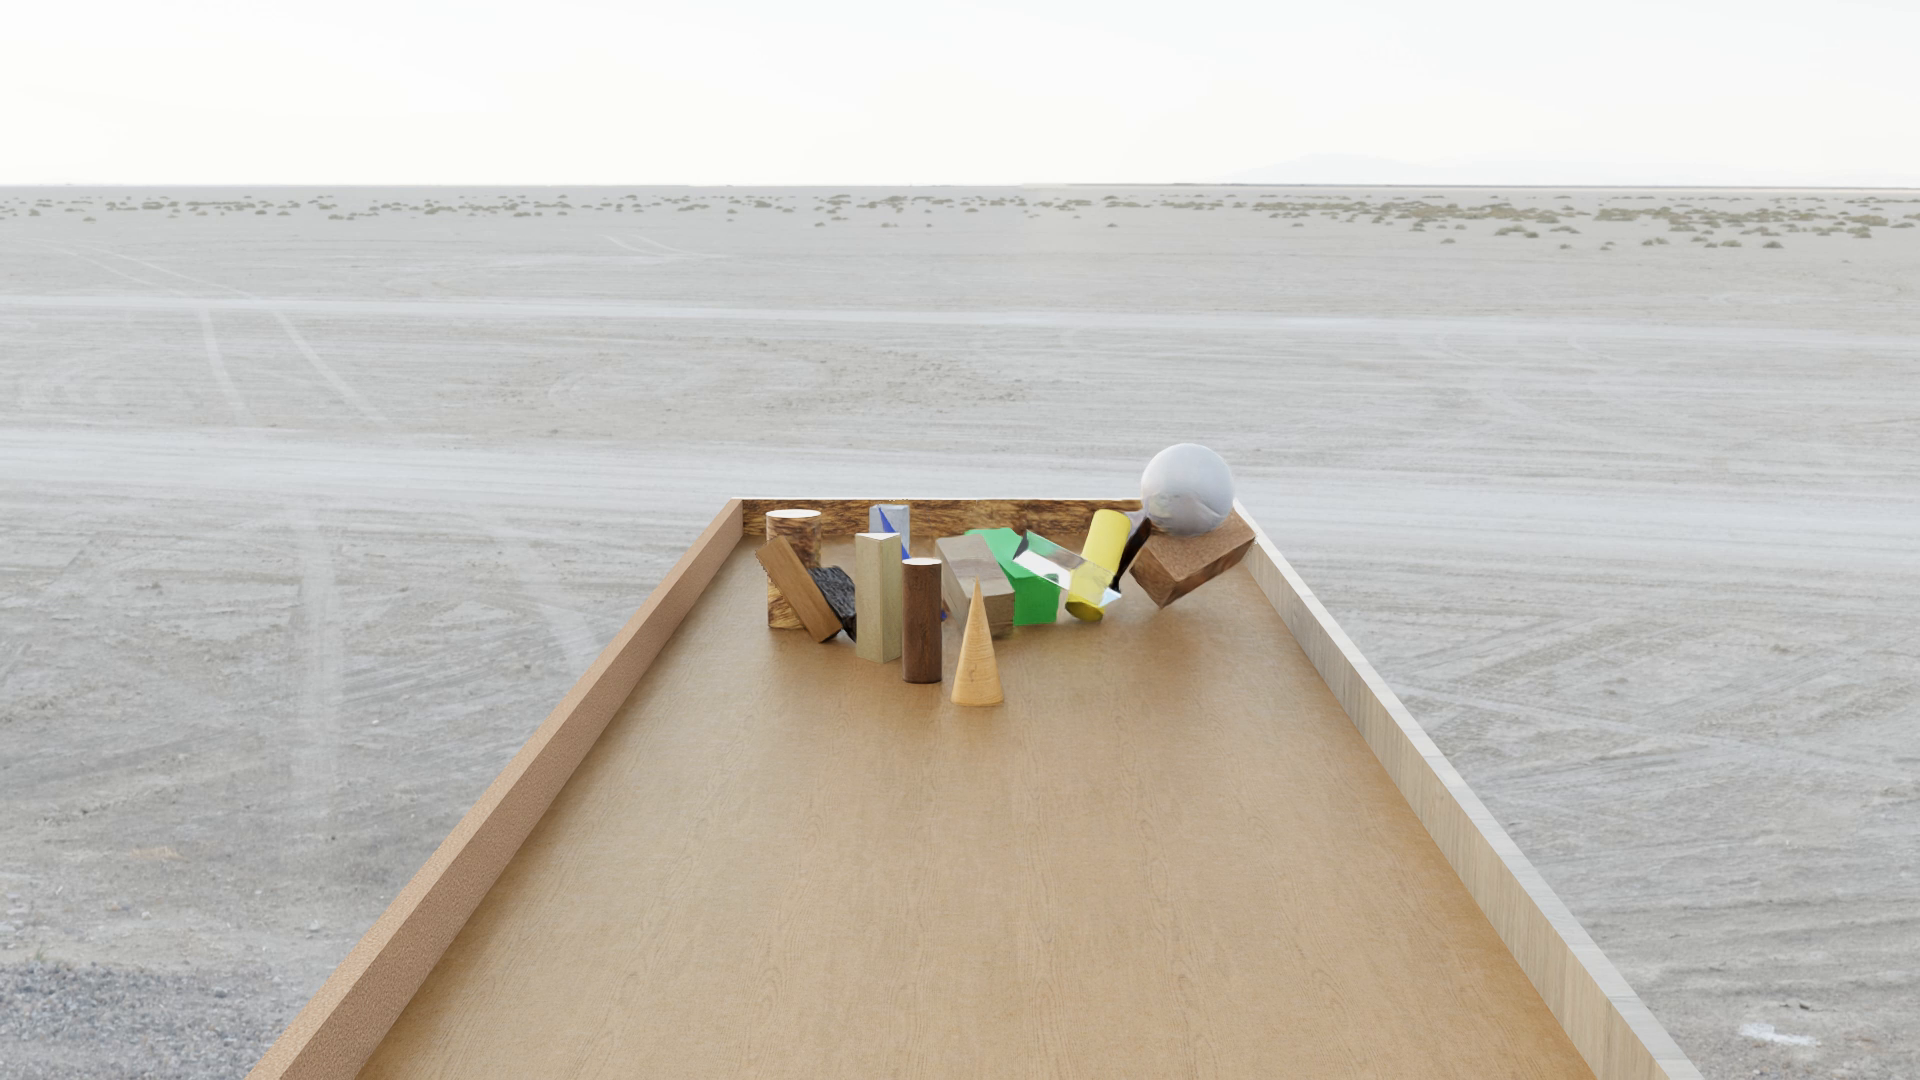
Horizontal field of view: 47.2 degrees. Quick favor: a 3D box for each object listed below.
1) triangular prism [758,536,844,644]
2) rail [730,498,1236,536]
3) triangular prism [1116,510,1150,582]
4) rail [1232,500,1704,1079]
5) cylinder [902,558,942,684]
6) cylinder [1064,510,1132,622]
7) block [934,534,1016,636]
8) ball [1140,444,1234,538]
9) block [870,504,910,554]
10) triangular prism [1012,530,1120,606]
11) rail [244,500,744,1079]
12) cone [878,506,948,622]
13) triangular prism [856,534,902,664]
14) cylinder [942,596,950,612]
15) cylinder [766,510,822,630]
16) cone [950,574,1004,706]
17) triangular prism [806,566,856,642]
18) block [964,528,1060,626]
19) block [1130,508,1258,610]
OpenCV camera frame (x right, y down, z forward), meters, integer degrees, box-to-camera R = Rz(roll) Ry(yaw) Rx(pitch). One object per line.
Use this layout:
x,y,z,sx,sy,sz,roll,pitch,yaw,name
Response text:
-0.504,0.162,7.003,0.099,0.357,0.086,-34,-10,-2,triangular prism
0.099,-0.098,9.147,2.100,0.150,0.050,0,9,1,rail
0.550,0.045,7.619,0.414,0.118,0.102,-52,3,-39,triangular prism
1.046,0.843,3.208,0.050,0.150,12.000,0,9,1,rail
-0.111,0.235,6.404,0.116,0.351,0.116,0,9,0,cylinder
0.461,0.084,7.331,0.130,0.358,0.130,16,-26,8,cylinder
0.044,0.148,7.134,0.156,0.156,0.371,-7,33,-15,block
0.765,-0.165,7.402,0.319,0.319,0.319,0,9,0,ball
-0.230,0.086,7.201,0.107,0.393,0.107,2,8,13,block
0.353,0.082,7.179,0.369,0.100,0.115,28,33,32,triangular prism
-1.004,0.839,3.234,0.050,0.150,12.000,0,9,1,rail
-0.186,0.079,7.089,0.143,0.431,0.143,-22,-11,-4,cone
-0.228,0.172,6.711,0.120,0.380,0.139,-6,11,-35,triangular prism
-0.019,0.195,7.447,0.104,0.104,0.340,-4,10,-25,cylinder
-0.544,0.097,7.214,0.178,0.371,0.178,0,9,0,cylinder
0.048,0.270,6.143,0.152,0.365,0.152,0,9,0,cone
-0.367,0.187,7.022,0.111,0.128,0.341,-32,35,-10,triangular prism
0.167,0.120,7.405,0.172,0.172,0.418,-4,23,-23,block
0.803,0.047,7.569,0.396,0.172,0.172,-28,-21,-32,block
